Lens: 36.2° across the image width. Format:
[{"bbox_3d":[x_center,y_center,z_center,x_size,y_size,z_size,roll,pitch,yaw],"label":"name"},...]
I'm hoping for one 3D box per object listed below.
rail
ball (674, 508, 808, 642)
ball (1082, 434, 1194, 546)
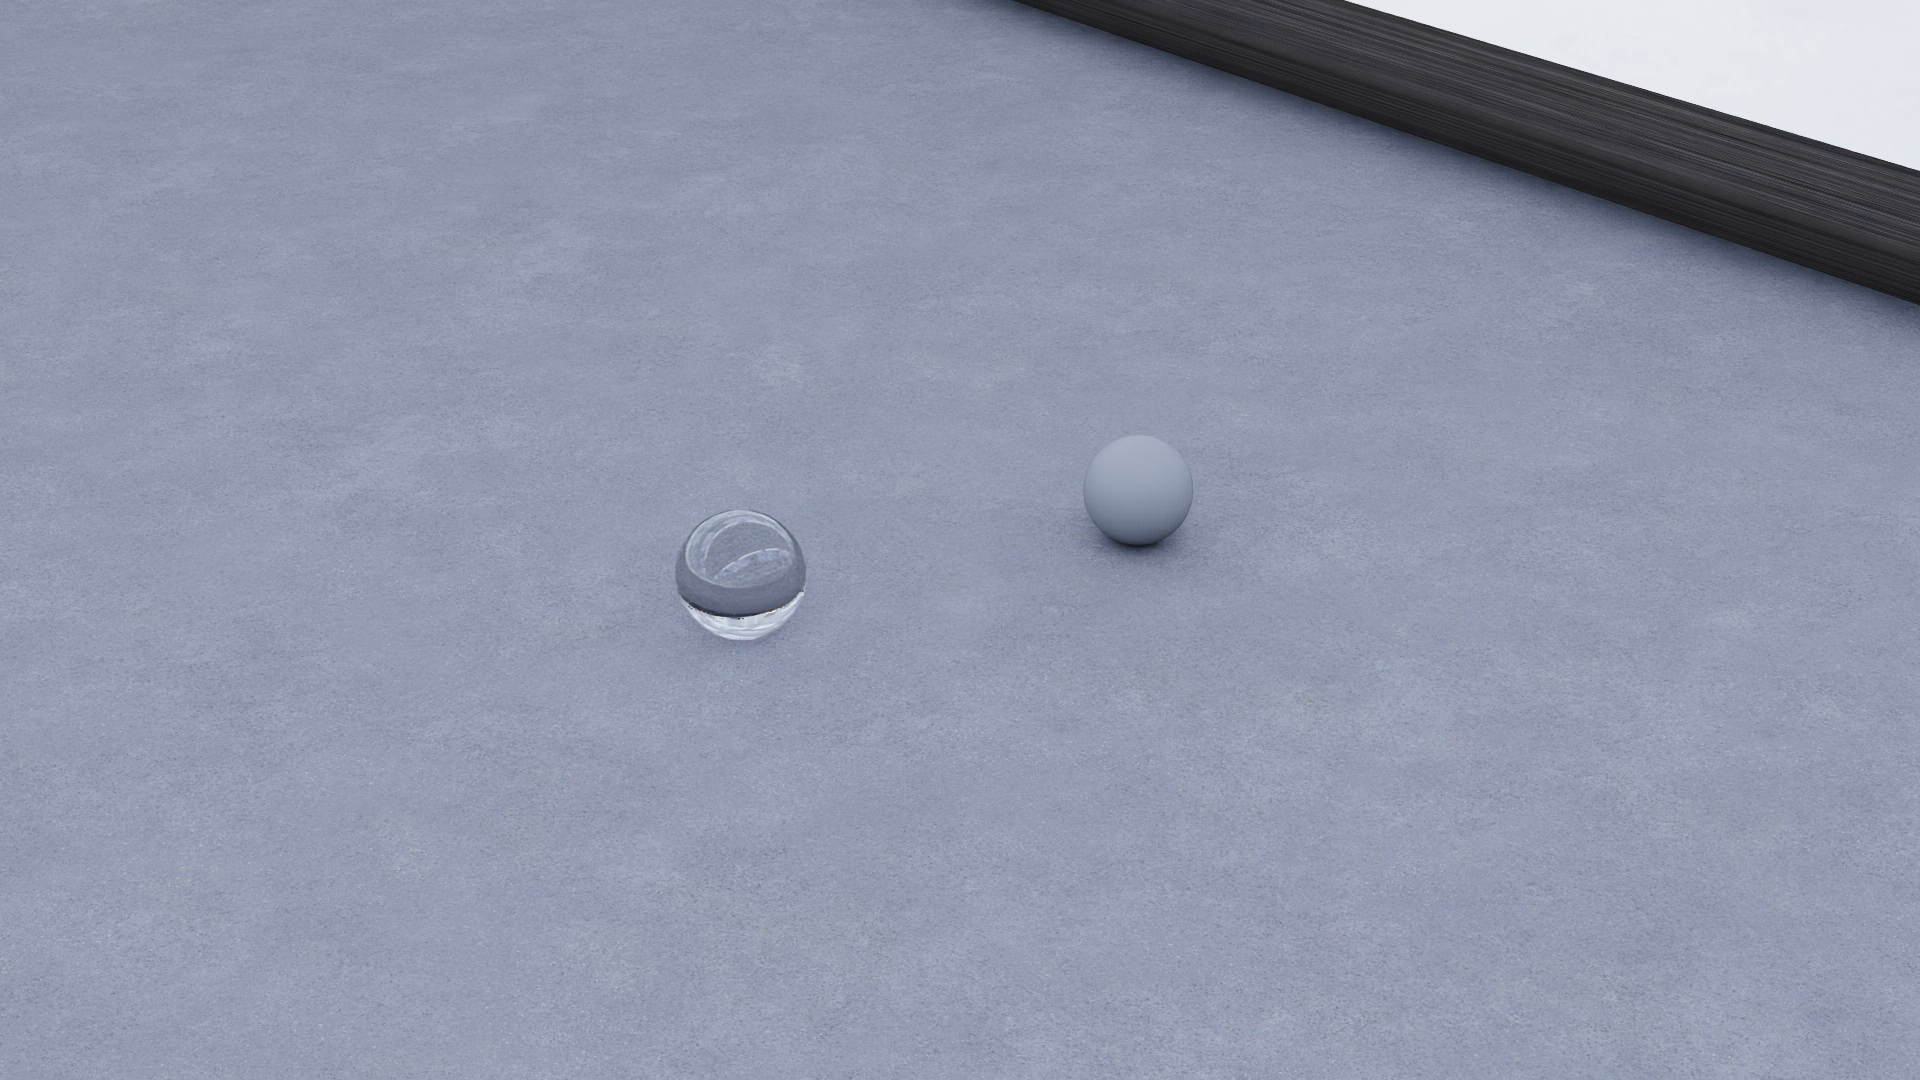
[{"bbox_3d":[0.223,-0.622,3.406,0.045,0.121,3.990,-18,30,-33],"label":"rail"},{"bbox_3d":[-0.154,0.024,2.062,0.093,0.093,0.093,0,25,0],"label":"ball"},{"bbox_3d":[0.134,-0.038,2.206,0.083,0.083,0.083,0,25,0],"label":"ball"}]
